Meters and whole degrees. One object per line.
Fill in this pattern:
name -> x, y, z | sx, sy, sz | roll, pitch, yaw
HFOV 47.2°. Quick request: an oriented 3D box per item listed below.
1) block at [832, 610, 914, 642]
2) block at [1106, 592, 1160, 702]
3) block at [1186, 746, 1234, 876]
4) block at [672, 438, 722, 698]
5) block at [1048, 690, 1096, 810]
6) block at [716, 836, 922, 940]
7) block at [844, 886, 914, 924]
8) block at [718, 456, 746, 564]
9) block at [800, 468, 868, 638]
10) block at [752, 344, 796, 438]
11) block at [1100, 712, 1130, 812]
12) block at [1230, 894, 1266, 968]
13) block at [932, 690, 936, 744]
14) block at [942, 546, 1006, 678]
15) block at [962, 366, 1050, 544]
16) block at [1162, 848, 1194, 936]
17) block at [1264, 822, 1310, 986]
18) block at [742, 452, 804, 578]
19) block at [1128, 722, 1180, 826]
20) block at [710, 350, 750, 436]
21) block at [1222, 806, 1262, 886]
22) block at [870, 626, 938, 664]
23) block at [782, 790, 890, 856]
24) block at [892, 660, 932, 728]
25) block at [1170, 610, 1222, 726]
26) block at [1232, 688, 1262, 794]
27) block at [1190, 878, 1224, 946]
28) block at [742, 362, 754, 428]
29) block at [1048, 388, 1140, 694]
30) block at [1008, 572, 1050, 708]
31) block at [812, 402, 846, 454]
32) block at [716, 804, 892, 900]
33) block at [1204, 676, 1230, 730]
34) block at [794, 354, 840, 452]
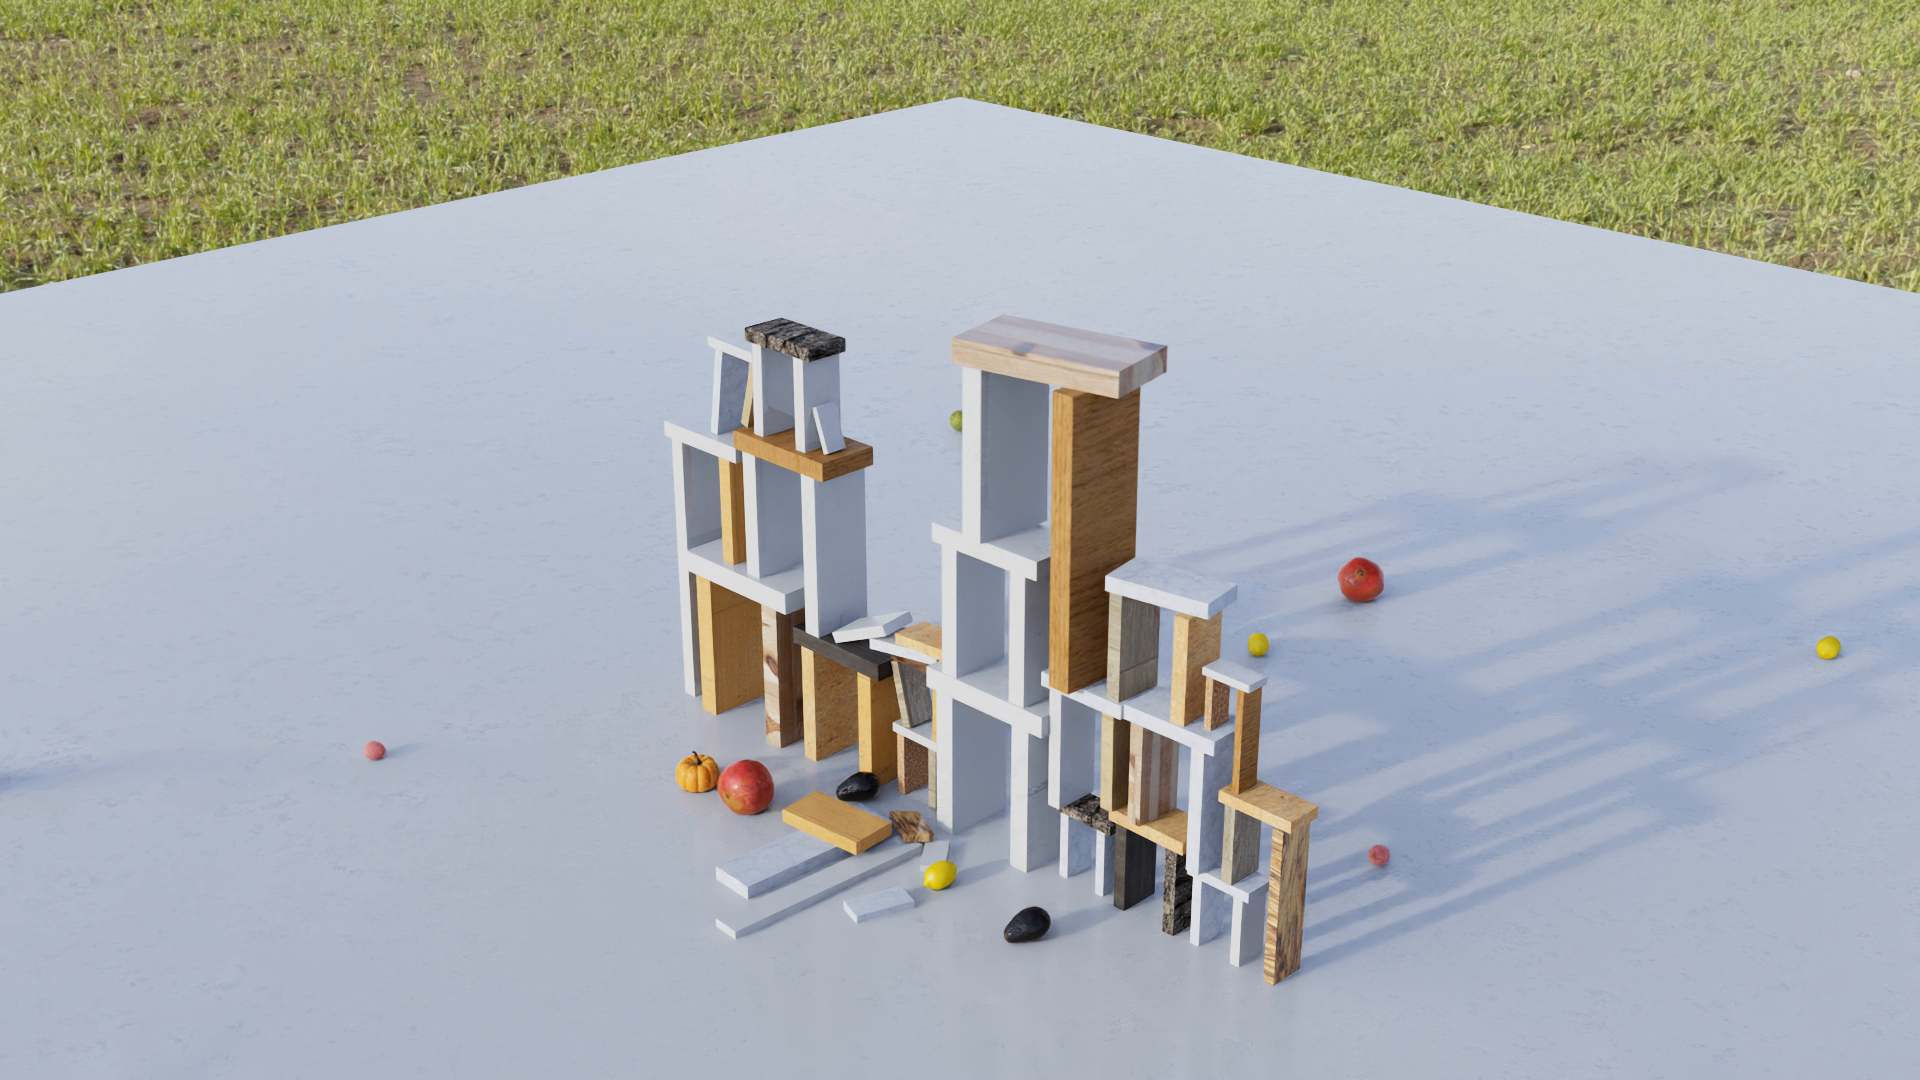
block -> -0.178, 0.177, 4.470 | 0.081, 0.023, 0.161 | -27, 11, -41
block -> 0.314, 0.177, 3.968 | 0.104, 0.216, 0.029 | -20, 30, -39
block -> 0.453, 0.468, 3.930 | 0.102, 0.250, 0.029 | -21, 30, -40
block -> -0.564, 0.051, 4.861 | 0.034, 0.610, 0.119 | 21, 31, 41
block -> 0.212, 0.380, 4.151 | 0.028, 0.244, 0.099 | 21, 31, 40
block -> -0.262, 0.657, 4.192 | 0.458, 0.017, 0.059 | -20, 30, -38
block -> -0.152, 0.684, 4.127 | 0.119, 0.017, 0.059 | -11, 25, -25
block -> -0.452, -0.077, 4.685 | 0.034, 0.238, 0.119 | 21, 31, 41
block -> -0.257, 0.016, 4.516 | 0.138, 0.351, 0.039 | -21, 31, -41
block -> -0.377, -0.318, 4.501 | 0.098, 0.195, 0.028 | -21, 32, -40
block -> 0.304, 0.394, 4.057 | 0.099, 0.197, 0.028 | -21, 30, -40
block -> 0.518, 0.691, 3.953 | 0.020, 0.140, 0.070 | 21, 31, 41
block -> -0.022, 0.333, 4.393 | 0.020, 0.140, 0.070 | 21, 31, 40
block -> 0.027, 0.119, 4.240 | 0.038, 0.269, 0.135 | 21, 31, 40
block -> 0.085, -0.179, 4.062 | 0.172, 0.344, 0.049 | -19, 30, -38
block -> 0.414, 0.630, 4.046 | 0.025, 0.179, 0.090 | 21, 31, 41
block -> 0.575, 0.631, 3.869 | 0.022, 0.317, 0.079 | 21, 31, 41
block -> -0.386, -0.070, 4.621 | 0.039, 0.275, 0.138 | 21, 31, 41
block -> 0.354, 0.411, 4.007 | 0.102, 0.204, 0.029 | -20, 30, -39
block -> -0.482, -0.320, 4.618 | 0.076, 0.194, 0.021 | -21, 40, -41
block -> 0.501, 0.528, 3.907 | 0.079, 0.157, 0.022 | -21, 31, -40
block -> -0.092, 0.211, 4.419 | 0.161, 0.023, 0.081 | 13, 26, 31
block -> -0.244, 0.557, 4.340 | 0.199, 0.028, 0.099 | 18, 29, 36
block -> -0.096, 0.302, 4.465 | 0.070, 0.140, 0.020 | -21, 17, -41
block -> 0.416, 0.214, 3.869 | 0.029, 0.208, 0.104 | 18, 29, 37
block -> 0.499, 0.343, 3.826 | 0.015, 0.201, 0.051 | 21, 31, 41
block -> 0.453, 0.665, 4.014 | 0.070, 0.140, 0.020 | -21, 31, -40
block -> -0.406, -0.310, 4.540 | 0.076, 0.151, 0.021 | -21, 46, -40
block -> 0.241, -0.011, 3.957 | 0.172, 0.571, 0.049 | -20, 30, -39
block -> 0.153, 0.168, 4.125 | 0.135, 0.269, 0.038 | -21, 31, -40
block -> -0.263, -0.225, 4.412 | 0.048, 0.096, 0.014 | -21, 11, -41
block -> -0.301, 0.605, 4.298 | 0.361, 0.028, 0.099 | -20, 30, -38
block -> 0.451, 0.278, 3.853 | 0.015, 0.103, 0.051 | 20, 30, 39
block -> -0.286, -0.282, 4.418 | 0.098, 0.195, 0.028 | -21, 31, -41
